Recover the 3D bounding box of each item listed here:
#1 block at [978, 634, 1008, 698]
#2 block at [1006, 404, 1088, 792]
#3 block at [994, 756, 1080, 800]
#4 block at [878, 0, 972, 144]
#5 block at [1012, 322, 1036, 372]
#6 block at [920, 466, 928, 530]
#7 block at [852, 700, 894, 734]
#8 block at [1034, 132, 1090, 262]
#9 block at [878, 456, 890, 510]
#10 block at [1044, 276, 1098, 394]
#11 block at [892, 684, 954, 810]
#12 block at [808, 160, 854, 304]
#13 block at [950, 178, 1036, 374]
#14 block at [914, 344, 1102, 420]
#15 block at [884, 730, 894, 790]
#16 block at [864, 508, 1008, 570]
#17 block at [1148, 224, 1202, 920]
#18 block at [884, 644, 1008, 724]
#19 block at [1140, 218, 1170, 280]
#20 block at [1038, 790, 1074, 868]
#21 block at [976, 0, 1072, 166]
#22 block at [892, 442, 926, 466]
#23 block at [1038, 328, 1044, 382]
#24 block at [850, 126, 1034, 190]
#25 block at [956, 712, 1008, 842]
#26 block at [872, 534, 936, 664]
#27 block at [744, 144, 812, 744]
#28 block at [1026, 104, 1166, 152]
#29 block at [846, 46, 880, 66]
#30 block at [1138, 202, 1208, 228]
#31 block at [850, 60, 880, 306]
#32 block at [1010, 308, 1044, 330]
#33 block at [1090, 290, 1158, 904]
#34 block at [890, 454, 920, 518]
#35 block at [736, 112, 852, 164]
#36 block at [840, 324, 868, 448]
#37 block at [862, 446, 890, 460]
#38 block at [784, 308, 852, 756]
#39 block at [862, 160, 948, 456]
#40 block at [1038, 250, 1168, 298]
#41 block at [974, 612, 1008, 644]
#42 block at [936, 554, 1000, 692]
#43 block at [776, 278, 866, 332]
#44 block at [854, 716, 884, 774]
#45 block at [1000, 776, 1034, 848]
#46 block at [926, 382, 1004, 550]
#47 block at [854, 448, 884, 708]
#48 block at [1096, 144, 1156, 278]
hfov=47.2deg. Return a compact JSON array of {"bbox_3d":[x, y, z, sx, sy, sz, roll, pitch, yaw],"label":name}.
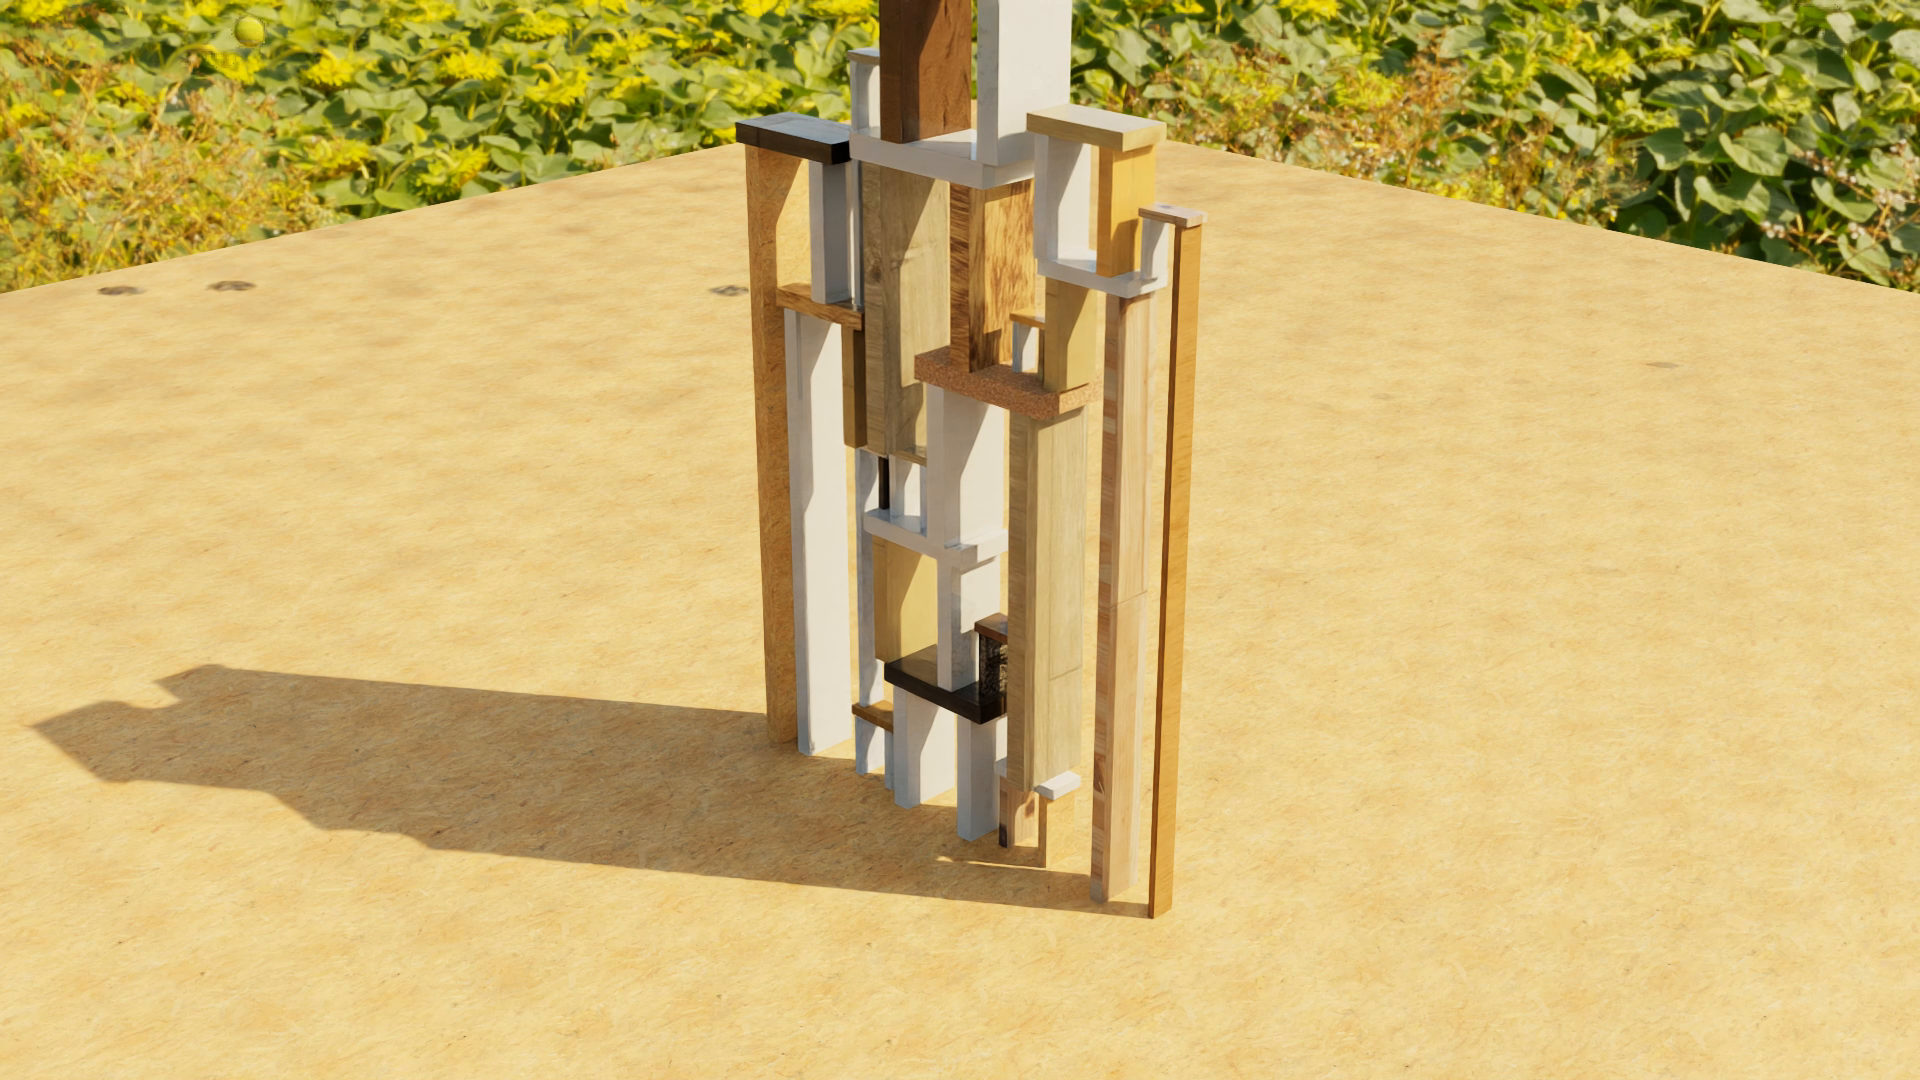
[{"bbox_3d":[0.066,0.232,4.252,0.019,0.132,0.066,21,31,40],"label":"block"},{"bbox_3d":[0.161,0.103,4.091,0.160,0.758,0.045,-21,31,-40],"label":"block"},{"bbox_3d":[0.149,0.454,4.262,0.157,0.022,0.078,21,31,41],"label":"block"},{"bbox_3d":[-0.060,-0.899,3.909,0.179,0.358,0.051,-21,31,-40],"label":"block"},{"bbox_3d":[0.115,-0.352,3.954,0.047,0.095,0.013,-21,32,-40],"label":"block"},{"bbox_3d":[-0.048,-0.090,4.231,0.018,0.128,0.064,21,31,41],"label":"block"},{"bbox_3d":[-0.155,0.361,4.545,0.067,0.019,0.133,-21,31,-40],"label":"block"},{"bbox_3d":[0.175,-0.597,3.772,0.031,0.217,0.108,21,31,41],"label":"block"},{"bbox_3d":[-0.135,-0.119,4.323,0.054,0.109,0.015,-20,31,-39],"label":"block"},{"bbox_3d":[0.194,-0.369,3.852,0.029,0.206,0.103,21,31,41],"label":"block"},{"bbox_3d":[-0.072,0.400,4.472,0.038,0.271,0.135,21,31,41],"label":"block"},{"bbox_3d":[-0.223,-0.601,4.213,0.039,0.275,0.138,21,31,40],"label":"block"},{"bbox_3d":[0.060,-0.487,3.957,0.171,0.341,0.048,-21,31,-40],"label":"block"},{"bbox_3d":[0.085,-0.297,4.003,0.160,0.045,0.320,-21,31,-40],"label":"block"},{"bbox_3d":[-0.125,0.444,4.544,0.019,0.133,0.067,22,31,40],"label":"block"},{"bbox_3d":[-0.046,-0.018,4.273,0.269,0.038,0.135,21,31,41],"label":"block"},{"bbox_3d":[0.374,0.089,3.859,0.015,1.322,0.052,21,31,41],"label":"block"},{"bbox_3d":[-0.008,0.282,4.353,0.135,0.038,0.271,-21,31,-41],"label":"block"},{"bbox_3d":[0.324,-0.490,3.666,0.015,0.104,0.052,23,32,40],"label":"block"},{"bbox_3d":[0.186,0.551,4.262,0.078,0.157,0.022,-21,31,-41],"label":"block"},{"bbox_3d":[0.110,-0.833,3.753,0.051,0.358,0.179,22,31,40],"label":"block"},{"bbox_3d":[-0.078,-0.169,4.231,0.064,0.018,0.128,-21,31,-40],"label":"block"},{"bbox_3d":[0.160,-0.335,3.913,0.047,0.094,0.013,-21,32,-40],"label":"block"},{"bbox_3d":[-0.021,-0.697,3.954,0.171,0.048,0.341,-21,31,-40],"label":"block"},{"bbox_3d":[0.055,0.449,4.355,0.038,0.271,0.135,21,31,41],"label":"block"},{"bbox_3d":[-0.110,0.099,4.391,0.135,0.269,0.038,-21,31,-41],"label":"block"},{"bbox_3d":[-0.353,-0.182,4.530,0.039,1.296,0.138,21,31,41],"label":"block"},{"bbox_3d":[0.226,-0.691,3.677,0.217,0.031,0.108,21,31,41],"label":"block"},{"bbox_3d":[-0.148,-0.880,4.009,0.114,0.016,0.057,21,31,40],"label":"block"},{"bbox_3d":[0.350,-0.536,3.619,0.104,0.015,0.052,21,31,40],"label":"block"},{"bbox_3d":[-0.176,-0.669,4.130,0.016,0.466,0.057,21,31,40],"label":"block"},{"bbox_3d":[0.138,-0.393,3.912,0.094,0.013,0.047,21,31,40],"label":"block"},{"bbox_3d":[0.293,0.121,3.955,0.103,1.188,0.029,-21,31,-41],"label":"block"},{"bbox_3d":[-0.108,-0.114,4.287,0.064,0.128,0.018,-21,31,-41],"label":"block"},{"bbox_3d":[-0.288,-0.771,4.210,0.275,0.039,0.138,21,31,40],"label":"block"},{"bbox_3d":[-0.172,-0.311,4.284,0.122,0.245,0.035,-21,30,-40],"label":"block"},{"bbox_3d":[-0.159,-0.187,4.324,0.054,0.015,0.109,-20,30,-39],"label":"block"},{"bbox_3d":[-0.290,-0.015,4.534,0.122,0.986,0.035,-21,31,-41],"label":"block"},{"bbox_3d":[-0.100,-0.449,4.148,0.171,0.561,0.048,-21,31,-40],"label":"block"},{"bbox_3d":[0.243,-0.459,3.761,0.206,0.029,0.103,21,31,40],"label":"block"},{"bbox_3d":[0.098,0.175,4.194,0.132,0.019,0.066,21,31,40],"label":"block"},{"bbox_3d":[0.017,0.149,4.274,0.135,0.269,0.038,-21,31,-41],"label":"block"},{"bbox_3d":[-0.231,-0.462,4.282,0.245,0.035,0.122,21,31,40],"label":"block"},{"bbox_3d":[-0.189,0.419,4.602,0.019,0.133,0.067,21,31,41],"label":"block"},{"bbox_3d":[0.113,0.522,4.330,0.078,0.157,0.022,-21,31,-41],"label":"block"},{"bbox_3d":[0.011,-0.158,4.144,0.045,0.320,0.160,21,31,41],"label":"block"},{"bbox_3d":[-0.184,0.074,4.464,0.054,0.573,0.015,-21,31,-40],"label":"block"},{"bbox_3d":[0.278,-0.557,3.678,0.031,0.217,0.108,21,31,40],"label":"block"}]
